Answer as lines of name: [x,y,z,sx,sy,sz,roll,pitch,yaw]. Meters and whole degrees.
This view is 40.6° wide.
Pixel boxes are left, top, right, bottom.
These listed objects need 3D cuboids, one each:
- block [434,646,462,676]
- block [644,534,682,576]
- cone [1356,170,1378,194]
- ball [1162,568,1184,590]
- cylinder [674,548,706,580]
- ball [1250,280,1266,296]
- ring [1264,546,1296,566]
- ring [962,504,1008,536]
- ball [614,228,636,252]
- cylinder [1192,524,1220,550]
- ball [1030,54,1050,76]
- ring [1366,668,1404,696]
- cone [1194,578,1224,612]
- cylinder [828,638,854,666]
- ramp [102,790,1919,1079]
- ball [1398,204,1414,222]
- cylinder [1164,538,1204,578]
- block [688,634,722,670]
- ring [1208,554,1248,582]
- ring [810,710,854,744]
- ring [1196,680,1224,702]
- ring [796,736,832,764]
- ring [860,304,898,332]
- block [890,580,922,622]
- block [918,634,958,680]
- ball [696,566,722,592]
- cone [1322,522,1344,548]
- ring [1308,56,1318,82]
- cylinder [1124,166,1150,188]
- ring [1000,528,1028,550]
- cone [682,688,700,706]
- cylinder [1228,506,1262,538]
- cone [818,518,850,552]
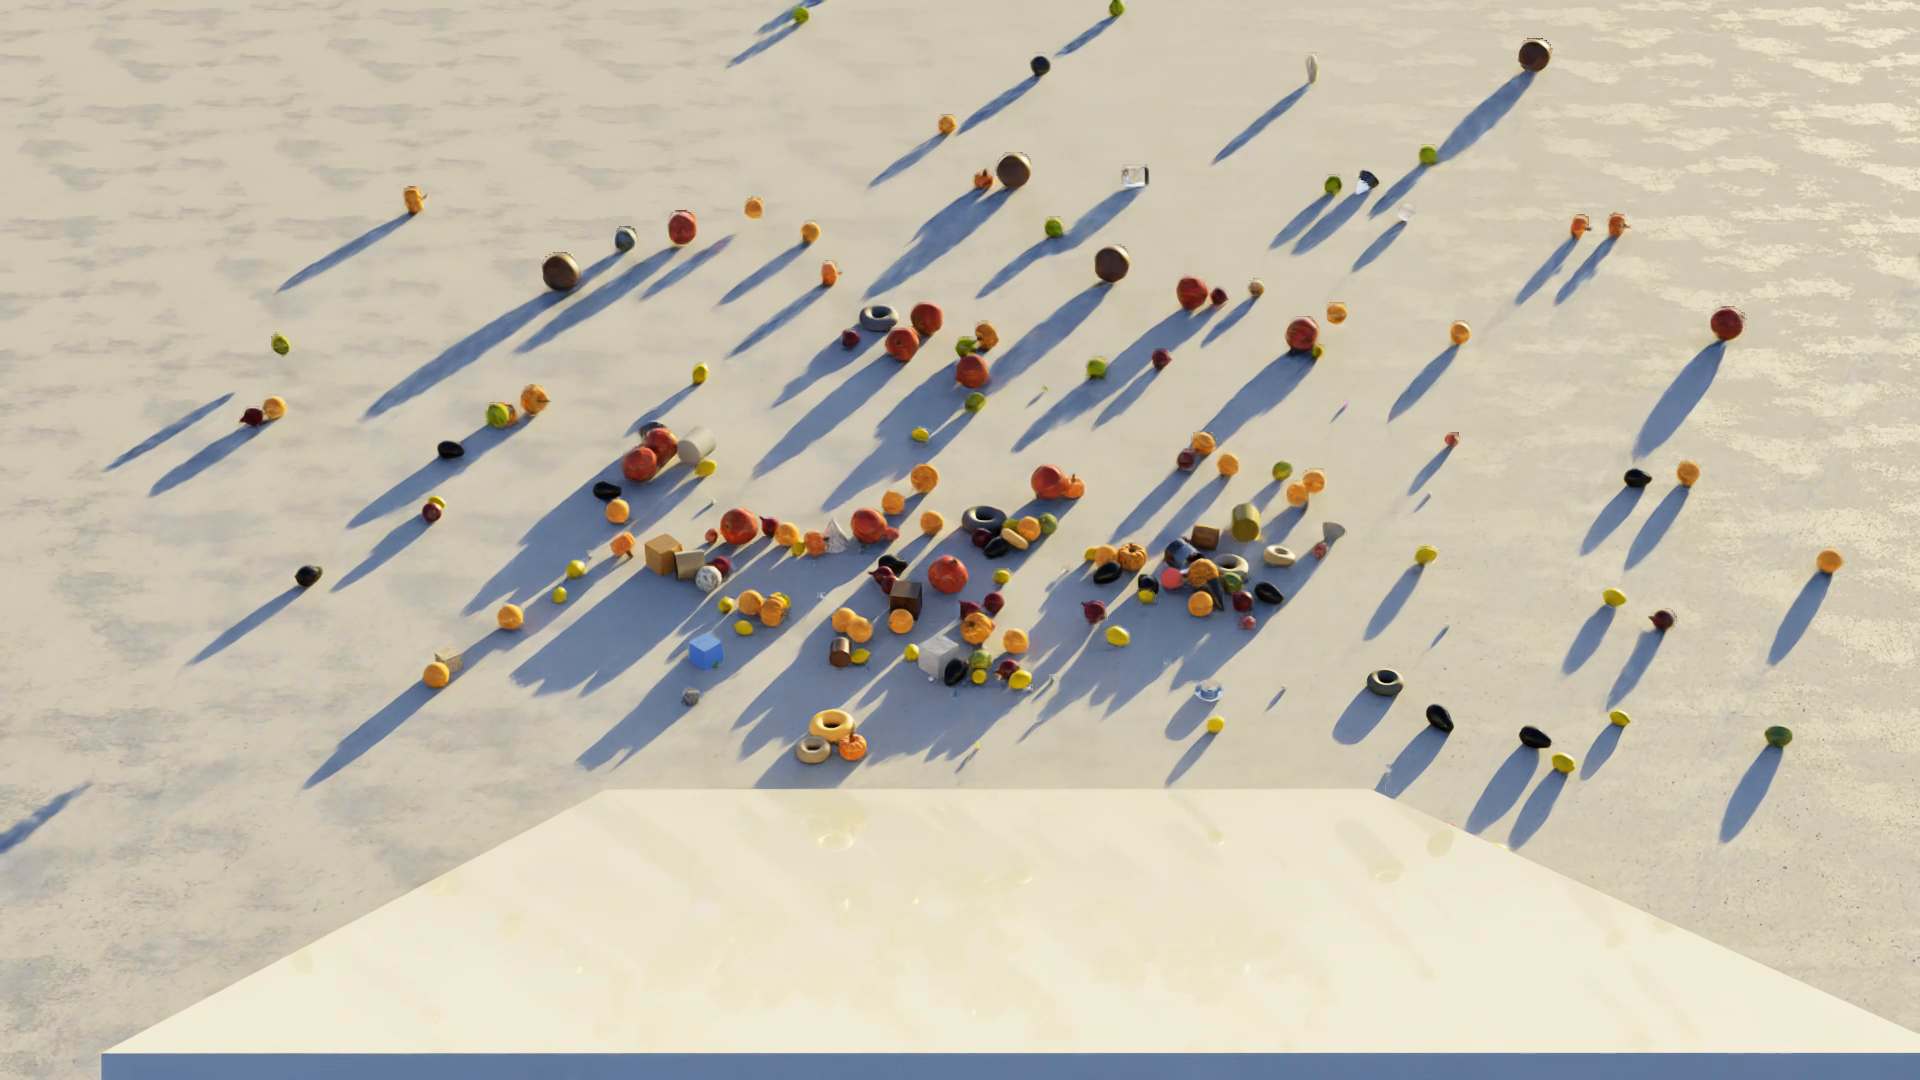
block: [-1.450,0.341,7.354,0.052,0.052,0.052,-25,42,-32]
block: [-0.887,0.044,7.770,0.080,0.080,0.080,-26,42,-33]
cone: [1.529,-1.343,9.861,0.089,0.089,0.089,26,69,33]
ball: [0.630,0.115,7.677,0.066,0.066,0.066,0,34,0]
cylinder: [-0.803,0.073,7.723,0.084,0.084,0.084,-8,35,-12]
ball: [1.050,-0.889,9.175,0.055,0.055,0.055,0,34,0]
ring: [0.959,0.048,7.790,0.099,0.033,0.099,12,23,-5]
ring: [0.074,-0.060,7.955,0.141,0.047,0.141,1,33,0]
ball: [-1.220,-1.092,9.452,0.082,0.082,0.082,0,34,0]
cylinder: [0.743,-0.009,7.857,0.070,0.070,0.070,11,36,16]
ball: [0.334,-1.966,10.747,0.084,0.084,0.084,0,34,0]
ring: [1.194,0.399,7.285,0.104,0.035,0.104,-1,35,0]
cone: [0.751,0.174,7.612,0.092,0.092,0.092,-18,64,-25]
cylinder: [-0.340,0.320,7.378,0.062,0.062,0.062,7,54,10]
ramp: [0.075,0.652,4.793,2.000,0.100,4.000,0,-1,0]
ball: [1.662,-1.216,9.656,0.060,0.060,0.060,0,34,0]
cylinder: [0.669,0.055,7.746,0.088,0.088,0.088,-19,38,-26]
block: [-0.722,0.318,7.377,0.066,0.066,0.066,28,43,35]
ring: [0.800,0.084,7.746,0.122,0.041,0.122,1,35,-1]
ring: [-0.350,0.511,7.112,0.126,0.042,0.126,-1,34,1]
ring: [0.698,0.421,7.259,0.082,0.027,0.082,-1,34,1]
ring: [-0.398,0.569,7.035,0.098,0.033,0.098,-1,34,1]
ring: [-0.281,-0.772,9.010,0.139,0.046,0.139,0,35,0]
block: [-0.158,0.176,7.572,0.081,0.081,0.081,5,34,8]
block: [-0.061,0.329,7.347,0.080,0.080,0.080,29,44,36]
ball: [-0.743,0.114,7.669,0.076,0.076,0.076,0,34,0]
cone: [1.123,-0.006,7.885,0.074,0.074,0.074,13,65,18]
ring: [1.451,-1.938,10.679,0.037,0.112,0.112,-1,33,13]
cylinder: [0.671,-1.383,9.881,0.078,0.078,0.078,-6,34,-14]
ring: [0.164,-0.005,7.847,0.095,0.032,0.095,34,4,-3]
cone: [-0.762,0.435,7.240,0.054,0.054,0.054,-22,13,-29]
cylinder: [0.869,-0.053,7.910,0.085,0.085,0.085,11,13,15]
cone: [-0.384,-0.029,7.862,0.098,0.098,0.098,0,34,0]
